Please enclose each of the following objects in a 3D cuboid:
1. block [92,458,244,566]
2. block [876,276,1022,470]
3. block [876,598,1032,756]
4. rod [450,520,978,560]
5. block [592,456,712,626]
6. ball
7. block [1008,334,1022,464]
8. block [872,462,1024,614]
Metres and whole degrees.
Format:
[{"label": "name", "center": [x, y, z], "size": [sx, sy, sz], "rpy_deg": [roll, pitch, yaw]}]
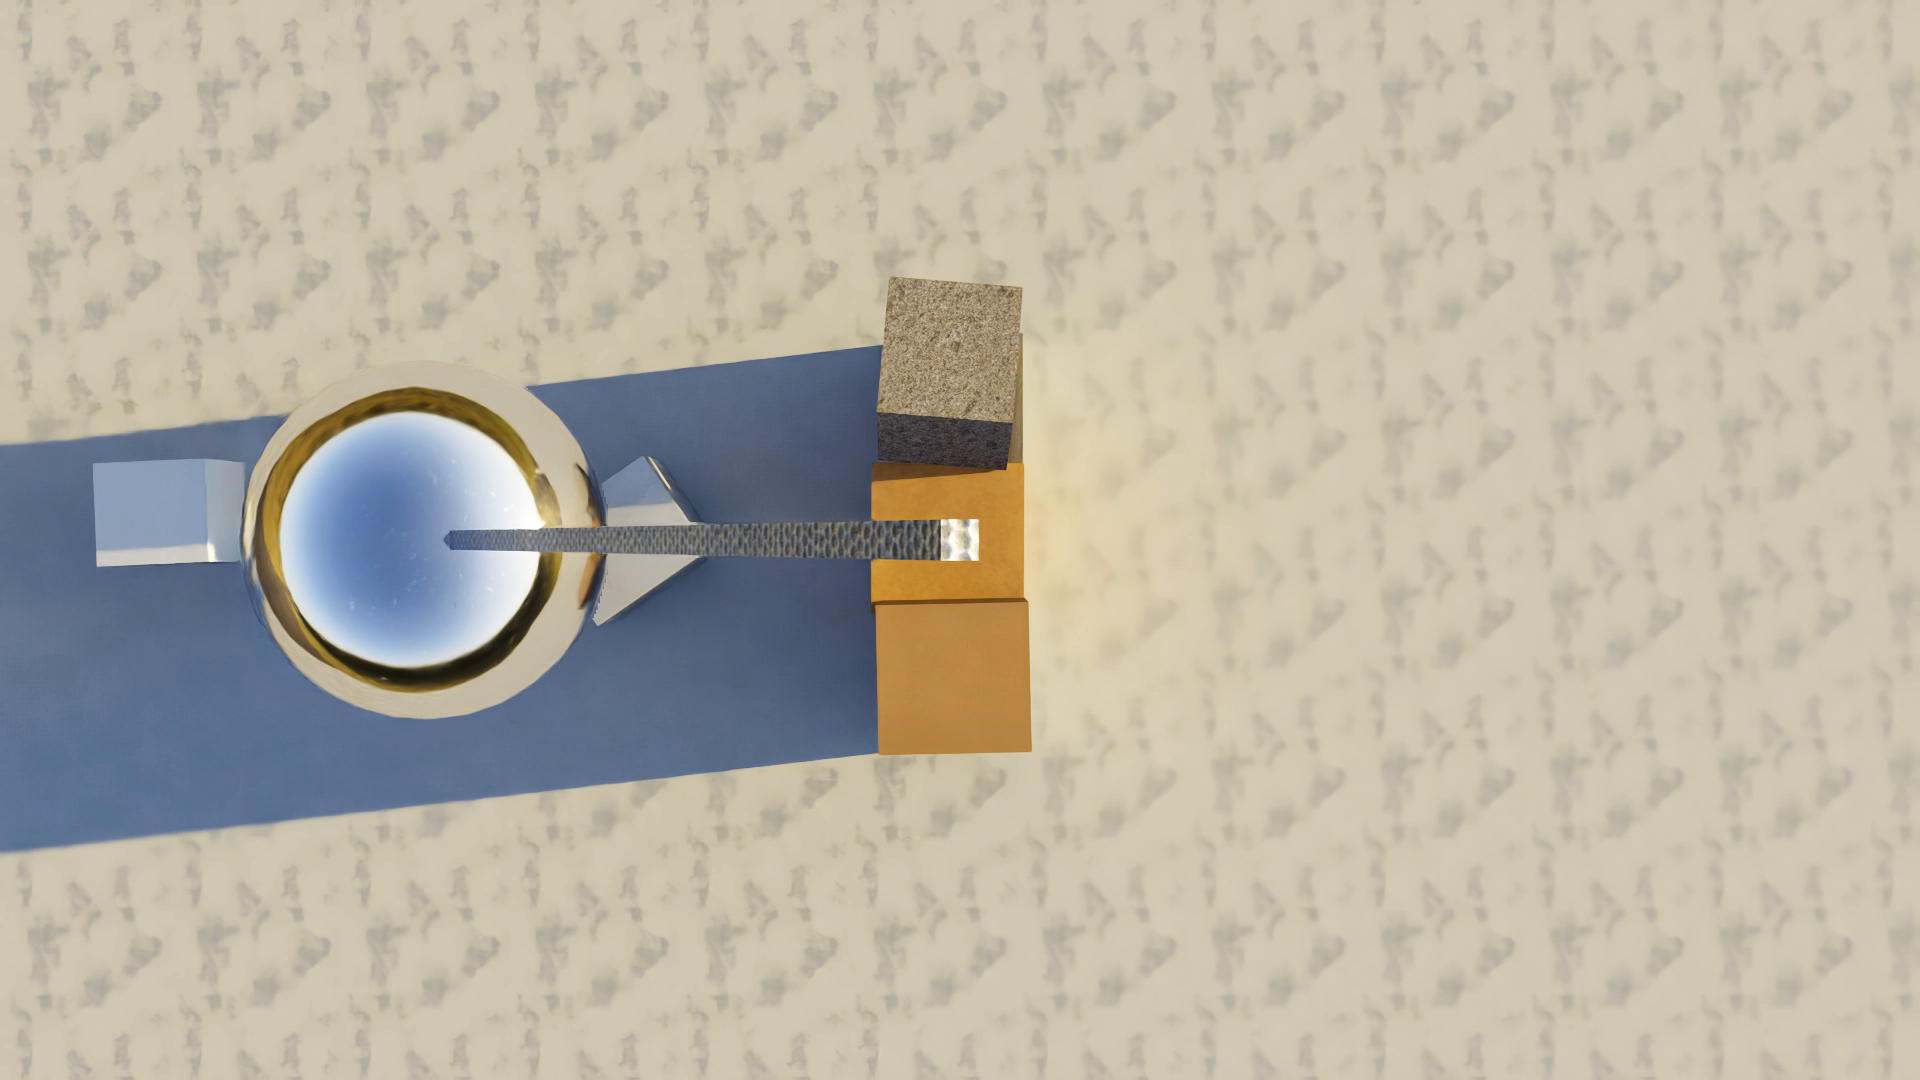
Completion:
[{"label": "block", "center": [-4.537, -0.155, 12.664], "size": [0.628, 0.672, 0.580], "rpy_deg": [-2, 90, 0]}, {"label": "block", "center": [-0.059, -0.889, 11.891], "size": [0.709, 0.786, 0.763], "rpy_deg": [5, 73, 0]}, {"label": "block", "center": [-0.033, 0.721, 11.822], "size": [0.799, 0.703, 0.783], "rpy_deg": [-1, 90, 0]}, {"label": "rod", "center": [-1.028, 0.000, 6.669], "size": [0.080, 5.200, 0.080], "rpy_deg": [0, 90, -23]}, {"label": "block", "center": [-1.897, 0.002, 12.633], "size": [0.745, 0.733, 0.641], "rpy_deg": [-34, 90, 0]}, {"label": "ball", "center": [-2.372, 0.000, 9.792], "size": [1.600, 1.600, 1.600], "rpy_deg": [0, 90, 0]}, {"label": "block", "center": [-0.009, -0.801, 12.688], "size": [0.728, 0.624, 0.728], "rpy_deg": [0, 90, 0]}, {"label": "block", "center": [-0.068, -0.008, 12.585], "size": [0.845, 0.829, 0.837], "rpy_deg": [0, 90, 0]}]
